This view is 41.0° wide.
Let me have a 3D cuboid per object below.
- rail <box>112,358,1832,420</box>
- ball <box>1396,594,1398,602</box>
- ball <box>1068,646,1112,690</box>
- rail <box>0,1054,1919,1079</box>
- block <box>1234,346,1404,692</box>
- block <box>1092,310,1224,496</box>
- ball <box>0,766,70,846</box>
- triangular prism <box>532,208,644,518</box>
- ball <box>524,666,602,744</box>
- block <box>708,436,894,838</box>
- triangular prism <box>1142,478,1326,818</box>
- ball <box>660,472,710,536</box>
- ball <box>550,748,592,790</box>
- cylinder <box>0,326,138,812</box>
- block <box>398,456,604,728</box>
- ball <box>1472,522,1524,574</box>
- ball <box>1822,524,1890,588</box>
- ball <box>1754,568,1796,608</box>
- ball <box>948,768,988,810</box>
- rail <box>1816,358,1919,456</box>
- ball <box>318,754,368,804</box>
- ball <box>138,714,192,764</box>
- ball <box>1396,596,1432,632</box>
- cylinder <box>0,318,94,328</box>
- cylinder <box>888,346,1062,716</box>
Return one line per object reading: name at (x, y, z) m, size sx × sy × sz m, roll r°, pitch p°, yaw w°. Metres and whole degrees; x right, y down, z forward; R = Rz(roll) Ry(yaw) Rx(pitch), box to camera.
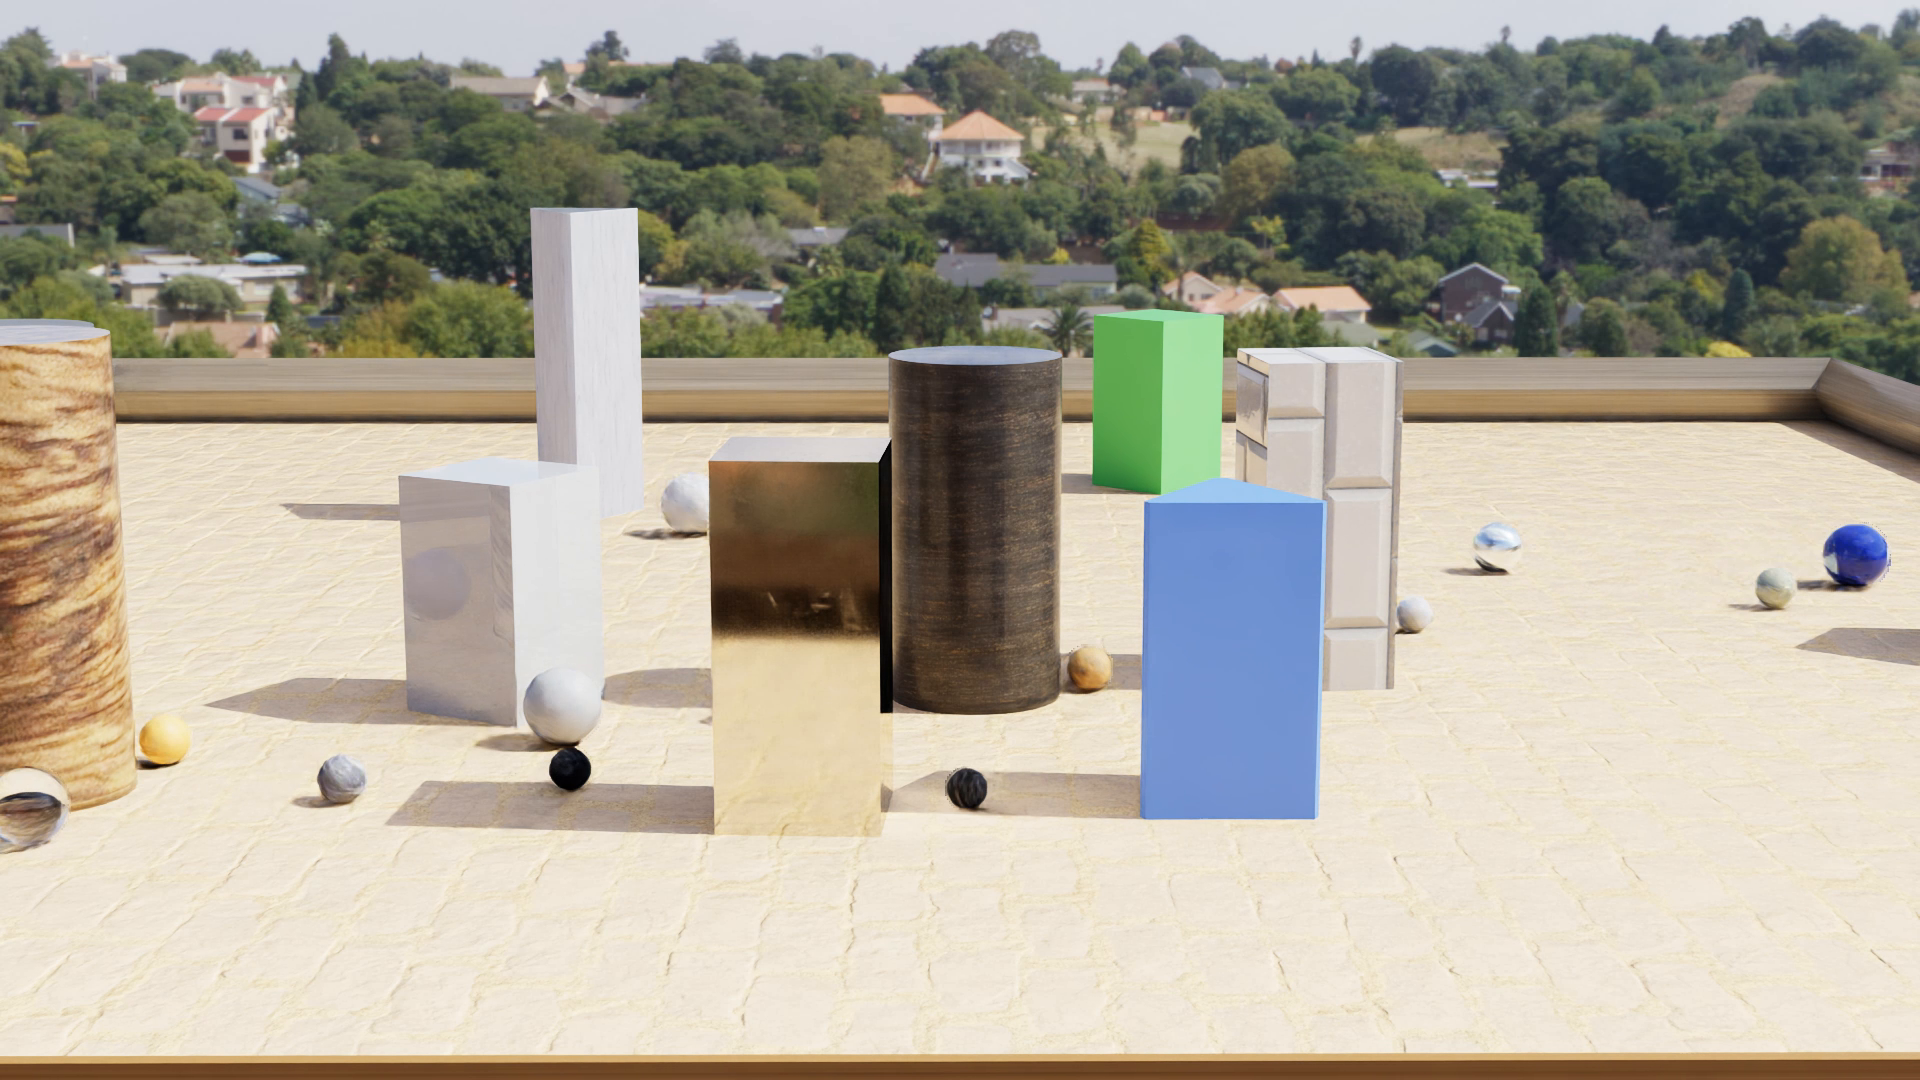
rail at (-0.011, -0.308, 5.297) m, size 3.638 × 0.130 × 0.045 m, roll 0°, pitch 10°, yaw 0°
ball at (0.522, 0.072, 3.341) m, size 0.095 × 0.095 × 0.095 m, roll 0°, pitch 10°, yaw 0°
ball at (0.153, 0.151, 3.030) m, size 0.052 × 0.052 × 0.052 m, roll 0°, pitch 10°, yaw 0°
rail at (0.011, 0.375, 1.601) m, size 3.638 × 0.130 × 0.045 m, roll 0°, pitch 10°, yaw 0°
block at (0.424, -0.027, 3.068) m, size 0.160 × 0.389 × 0.160 m, roll -1°, pitch 11°, yaw -7°
block at (0.346, -0.245, 4.493) m, size 0.160 × 0.299 × 0.160 m, roll -10°, pitch 15°, yaw -44°
ball at (-0.882, 0.251, 2.426) m, size 0.074 × 0.074 × 0.074 m, roll 0°, pitch 10°, yaw 0°
triangular prism at (-0.636, -0.291, 4.197) m, size 0.150 × 0.497 × 0.173 m, roll 7°, pitch 12°, yaw 32°
ball at (-0.432, 0.180, 2.786) m, size 0.085 × 0.085 × 0.085 m, roll 0°, pitch 10°, yaw 0°
block at (-0.151, 0.091, 2.503) m, size 0.160 × 0.363 × 0.160 m, roll 1°, pitch 10°, yaw 3°
triangular prism at (0.264, 0.105, 2.560) m, size 0.173 × 0.314 × 0.150 m, roll 0°, pitch 10°, yaw 0°
ball at (-0.421, -0.056, 4.027) m, size 0.098 × 0.098 × 0.098 m, roll 0°, pitch 10°, yaw 0°
ball at (-0.397, 0.233, 2.613) m, size 0.042 × 0.042 × 0.042 m, roll 0°, pitch 10°, yaw 0°
cylinder at (-0.941, 0.027, 2.569) m, size 0.200 × 0.464 × 0.200 m, roll 0°, pitch 10°, yaw 0°
block at (-0.523, 0.055, 2.941) m, size 0.160 × 0.273 × 0.160 m, roll 6°, pitch 12°, yaw 29°
ball at (0.781, 0.011, 3.728) m, size 0.074 × 0.074 × 0.074 m, roll 0°, pitch 10°, yaw 0°
ball at (1.265, 0.022, 3.625) m, size 0.090 × 0.090 × 0.090 m, roll 0°, pitch 10°, yaw 0°
ball at (1.109, 0.065, 3.487) m, size 0.055 × 0.055 × 0.055 m, roll 0°, pitch 10°, yaw 0°
ball at (0.007, 0.247, 2.546) m, size 0.040 × 0.040 × 0.040 m, roll 0°, pitch 10°, yaw 0°
rail at (1.795, 0.031, 3.459) m, size 0.045 × 0.130 × 3.806 m, roll 0°, pitch 10°, yaw 0°
ball at (-0.618, 0.239, 2.566) m, size 0.048 × 0.048 × 0.048 m, roll 0°, pitch 10°, yaw 0°
ball at (-0.839, 0.211, 2.707) m, size 0.053 × 0.053 × 0.053 m, roll 0°, pitch 10°, yaw 0°
ball at (0.591, 0.096, 3.341) m, size 0.047 × 0.047 × 0.047 m, roll 0°, pitch 10°, yaw 0°
cylinder at (-1.085, -0.027, 2.941) m, size 0.200 × 0.435 × 0.200 m, roll 0°, pitch 10°, yaw 0°
cylinder at (0.017, -0.016, 2.976) m, size 0.200 × 0.400 × 0.200 m, roll 0°, pitch 10°, yaw 0°
